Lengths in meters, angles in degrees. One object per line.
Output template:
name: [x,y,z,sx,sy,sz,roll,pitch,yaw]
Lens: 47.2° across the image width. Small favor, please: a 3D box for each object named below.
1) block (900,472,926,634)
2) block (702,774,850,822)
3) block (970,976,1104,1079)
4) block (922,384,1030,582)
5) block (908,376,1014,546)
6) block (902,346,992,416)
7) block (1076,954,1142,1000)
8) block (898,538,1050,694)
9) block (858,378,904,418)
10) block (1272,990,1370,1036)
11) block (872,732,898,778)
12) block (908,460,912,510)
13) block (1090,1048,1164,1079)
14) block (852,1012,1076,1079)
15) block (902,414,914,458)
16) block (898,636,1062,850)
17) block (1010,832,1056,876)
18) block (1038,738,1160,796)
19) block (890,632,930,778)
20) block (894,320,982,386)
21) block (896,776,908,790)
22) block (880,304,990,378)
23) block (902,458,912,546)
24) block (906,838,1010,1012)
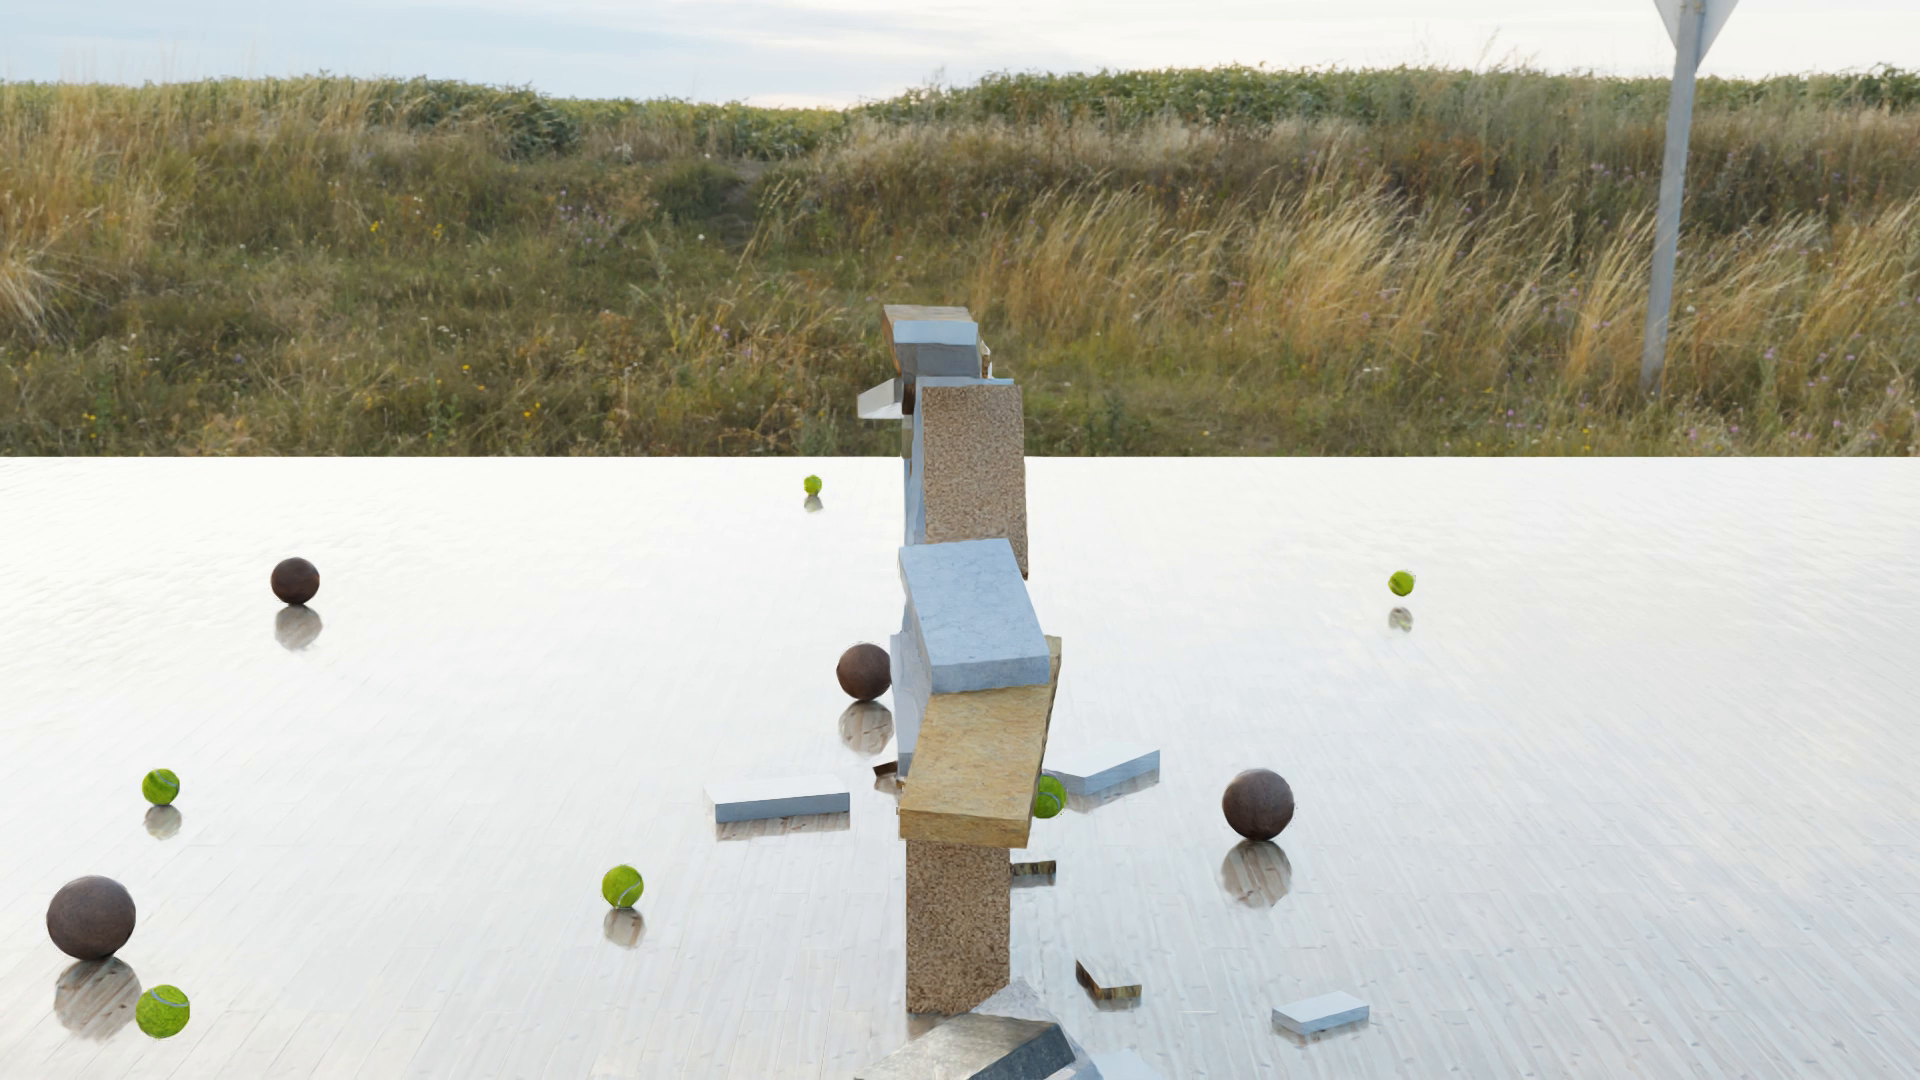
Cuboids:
block: [0.004,0.033,3.447,0.158,0.315,0.045,7,-20,2]
block: [-0.346,0.485,4.137,0.256,0.036,0.128,-3,11,-17]
block: [0.075,0.681,2.875,0.148,0.042,0.297,-33,17,-8]
block: [0.023,-0.089,3.444,0.157,0.315,0.045,-1,-20,0]
block: [0.001,-0.110,3.549,0.157,0.315,0.045,2,-21,1]
block: [-0.023,-0.281,3.840,0.154,0.044,0.309,4,21,-3]
block: [0.221,0.652,3.285,0.063,0.018,0.127,-2,11,-13]
block: [0.017,0.106,3.206,0.168,0.048,0.336,-5,30,-8]
block: [-0.082,-0.259,4.061,0.154,0.044,0.309,0,-2,-15]
block: [0.517,0.677,3.152,0.127,0.018,0.063,-6,12,-31]
block: [-0.111,0.417,4.386,0.081,0.023,0.163,-18,15,21]
block: [0.002,0.064,3.669,0.175,0.391,0.049,1,-10,-2]
block: [0.298,0.772,2.571,0.148,0.042,0.771,-4,11,-21]
block: [-0.001,0.643,2.675,0.168,0.048,0.336,-27,0,-22]
block: [-0.010,-0.188,3.778,0.175,0.049,0.349,0,10,0]
block: [0.035,0.265,3.035,0.168,0.048,0.431,4,31,7]
block: [0.109,0.548,3.837,0.078,0.022,0.156,-2,11,-13]
block: [0.270,0.446,4.344,0.128,0.036,0.256,8,13,38]
block: [-0.022,0.232,3.175,0.148,0.042,0.297,-2,31,-3]
block: [-0.032,-0.297,3.526,0.128,0.036,0.256,2,-11,3]
block: [-0.056,0.452,4.265,0.070,0.020,0.140,14,27,31]
block: [-0.047,-0.354,3.899,0.154,0.044,0.309,1,21,-9]
block: [-0.009,-0.001,3.874,0.175,0.349,0.049,-1,-4,-4]
block: [-0.003,0.530,3.171,0.149,0.299,0.042,0,7,0]
